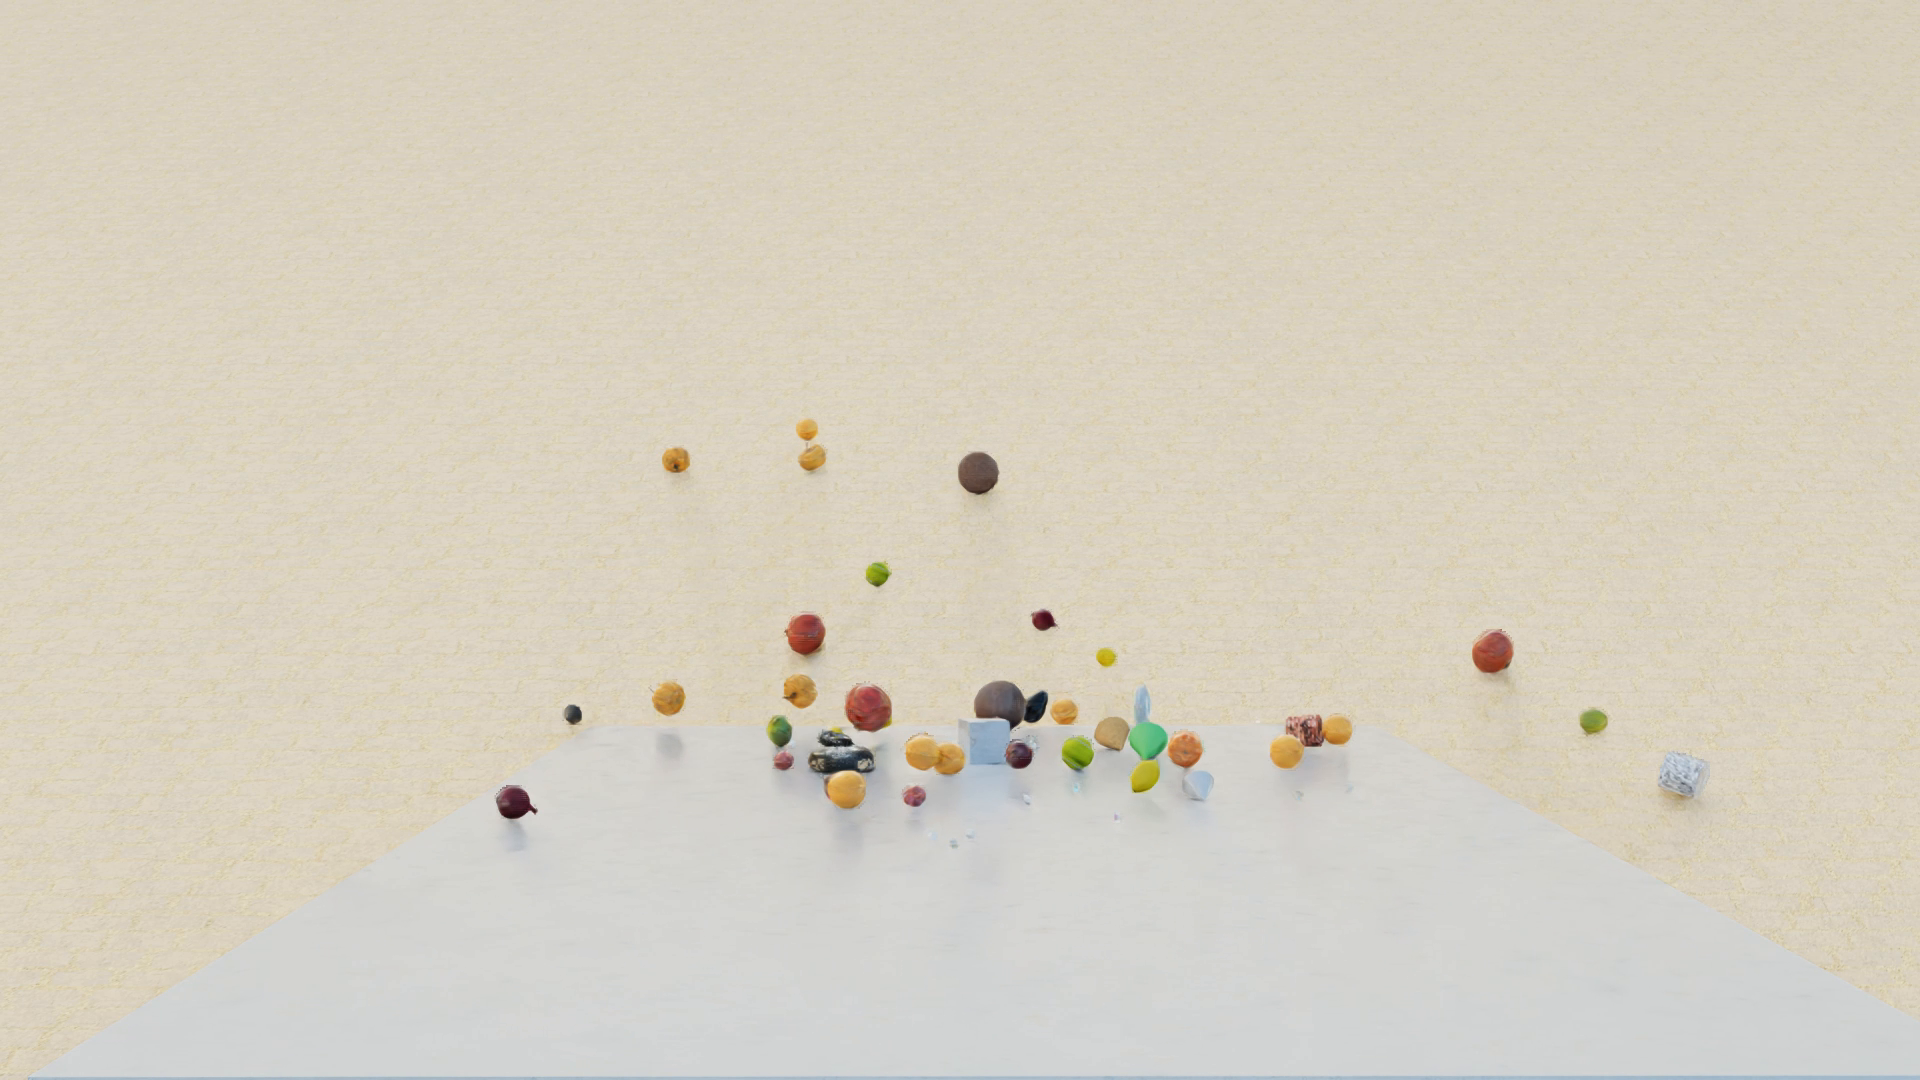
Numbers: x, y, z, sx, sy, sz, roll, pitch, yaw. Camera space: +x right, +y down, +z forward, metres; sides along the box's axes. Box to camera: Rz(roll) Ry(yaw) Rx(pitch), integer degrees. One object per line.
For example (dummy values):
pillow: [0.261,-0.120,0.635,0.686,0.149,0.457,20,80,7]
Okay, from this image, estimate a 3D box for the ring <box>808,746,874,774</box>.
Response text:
ring: [-0.253,0.469,5.506,0.143,0.048,0.143,-1,1,0]

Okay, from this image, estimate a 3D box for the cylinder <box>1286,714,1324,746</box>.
cylinder: [0.794,0.440,5.953,0.071,0.071,0.071,-4,24,23]

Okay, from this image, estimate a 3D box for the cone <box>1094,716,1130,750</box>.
cone: [0.362,0.465,5.963,0.084,0.084,0.084,-6,29,-12]

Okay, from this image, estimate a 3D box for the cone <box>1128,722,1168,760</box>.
cone: [0.417,0.468,5.760,0.088,0.088,0.088,4,28,7]

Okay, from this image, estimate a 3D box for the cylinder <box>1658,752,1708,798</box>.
cylinder: [1.805,0.587,6.445,0.094,0.094,0.094,18,32,29]

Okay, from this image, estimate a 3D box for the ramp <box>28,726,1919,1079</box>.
ramp: [0.062,0.556,4.594,2.000,0.100,4.000,0,1,0]

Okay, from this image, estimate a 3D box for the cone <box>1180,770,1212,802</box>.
cone: [0.463,0.486,4.958,0.063,0.063,0.063,-7,41,-13]

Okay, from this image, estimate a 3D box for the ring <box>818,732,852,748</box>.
ring: [-0.287,0.464,5.966,0.081,0.027,0.081,13,10,-2]

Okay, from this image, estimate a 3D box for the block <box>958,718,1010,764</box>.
block: [0.052,0.442,5.690,0.092,0.092,0.092,0,1,-17]

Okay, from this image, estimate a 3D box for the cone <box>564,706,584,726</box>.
cone: [-1.019,0.462,6.739,0.053,0.053,0.053,10,2,18]
